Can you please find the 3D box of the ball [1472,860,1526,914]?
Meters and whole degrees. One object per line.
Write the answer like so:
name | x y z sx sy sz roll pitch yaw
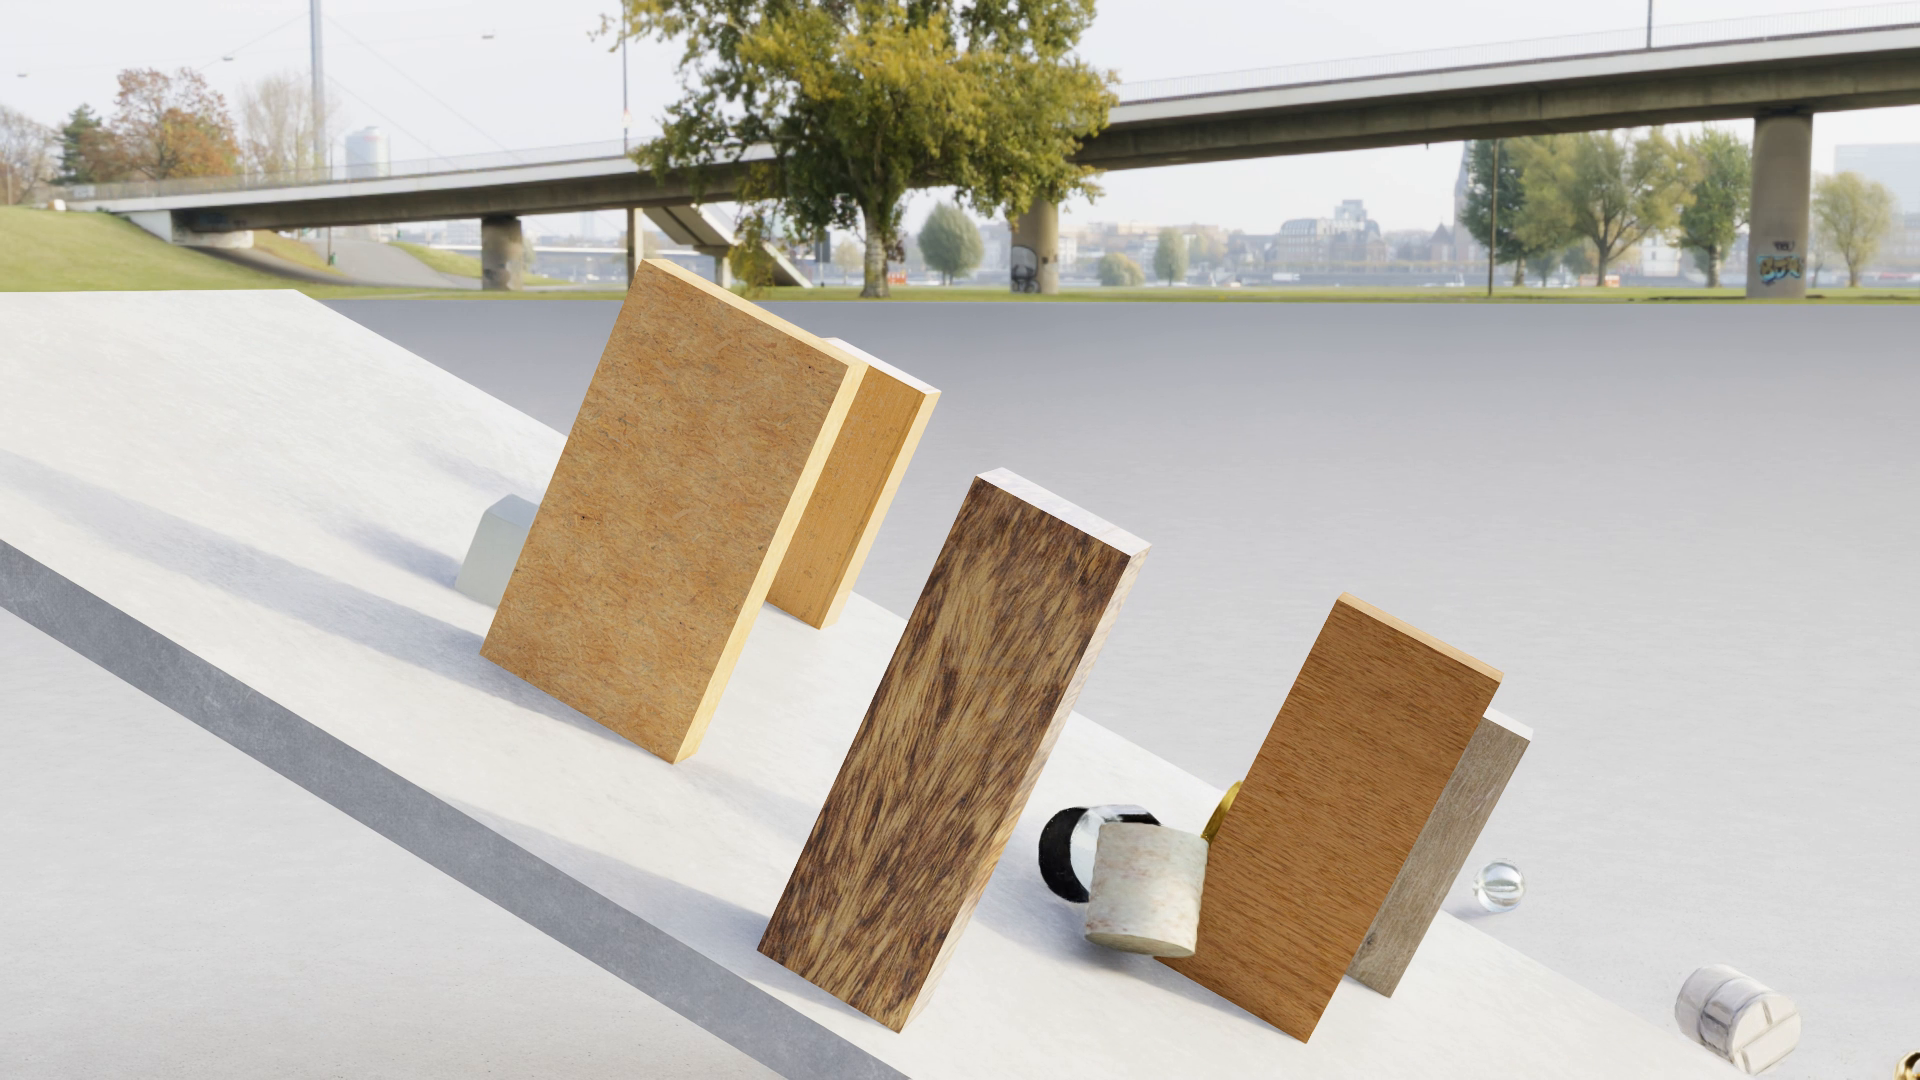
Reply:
ball | 1.568 1.007 6.388 0.151 0.151 0.151 0 7 0

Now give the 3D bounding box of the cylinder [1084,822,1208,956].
cylinder | 0.321 0.603 3.789 0.190 0.190 0.190 9 -18 3

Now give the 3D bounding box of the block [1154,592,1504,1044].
block | 0.634 0.482 3.813 0.302 0.724 0.097 28 14 12

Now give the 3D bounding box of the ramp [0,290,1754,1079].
ramp | -0.260 0.441 4.168 4.000 0.100 2.000 28 14 12

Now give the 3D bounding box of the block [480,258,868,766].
block | -0.496 -0.048 3.761 0.406 0.758 0.098 28 14 12

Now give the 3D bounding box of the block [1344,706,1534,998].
block | 0.833 0.554 4.218 0.282 0.573 0.108 28 14 12

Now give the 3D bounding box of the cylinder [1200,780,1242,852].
cylinder | 0.599 0.609 4.434 0.182 0.182 0.182 29 17 18

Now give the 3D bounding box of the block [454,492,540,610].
block | -0.825 0.035 4.144 0.165 0.165 0.165 25 13 0

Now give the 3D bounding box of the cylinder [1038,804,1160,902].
cylinder | 0.261 0.570 4.012 0.172 0.172 0.172 5 -2 38

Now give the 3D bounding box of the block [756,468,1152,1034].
block | -0.013 0.307 3.199 0.247 0.790 0.137 28 14 12

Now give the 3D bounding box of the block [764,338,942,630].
block | -0.289 -0.124 4.811 0.269 0.574 0.108 28 14 12

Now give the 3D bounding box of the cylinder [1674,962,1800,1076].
cylinder | 1.720 1.059 4.866 0.186 0.186 0.186 -3 14 -22

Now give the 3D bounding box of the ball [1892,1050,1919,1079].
ball | 2.140 1.197 4.873 0.134 0.134 0.134 0 7 0
